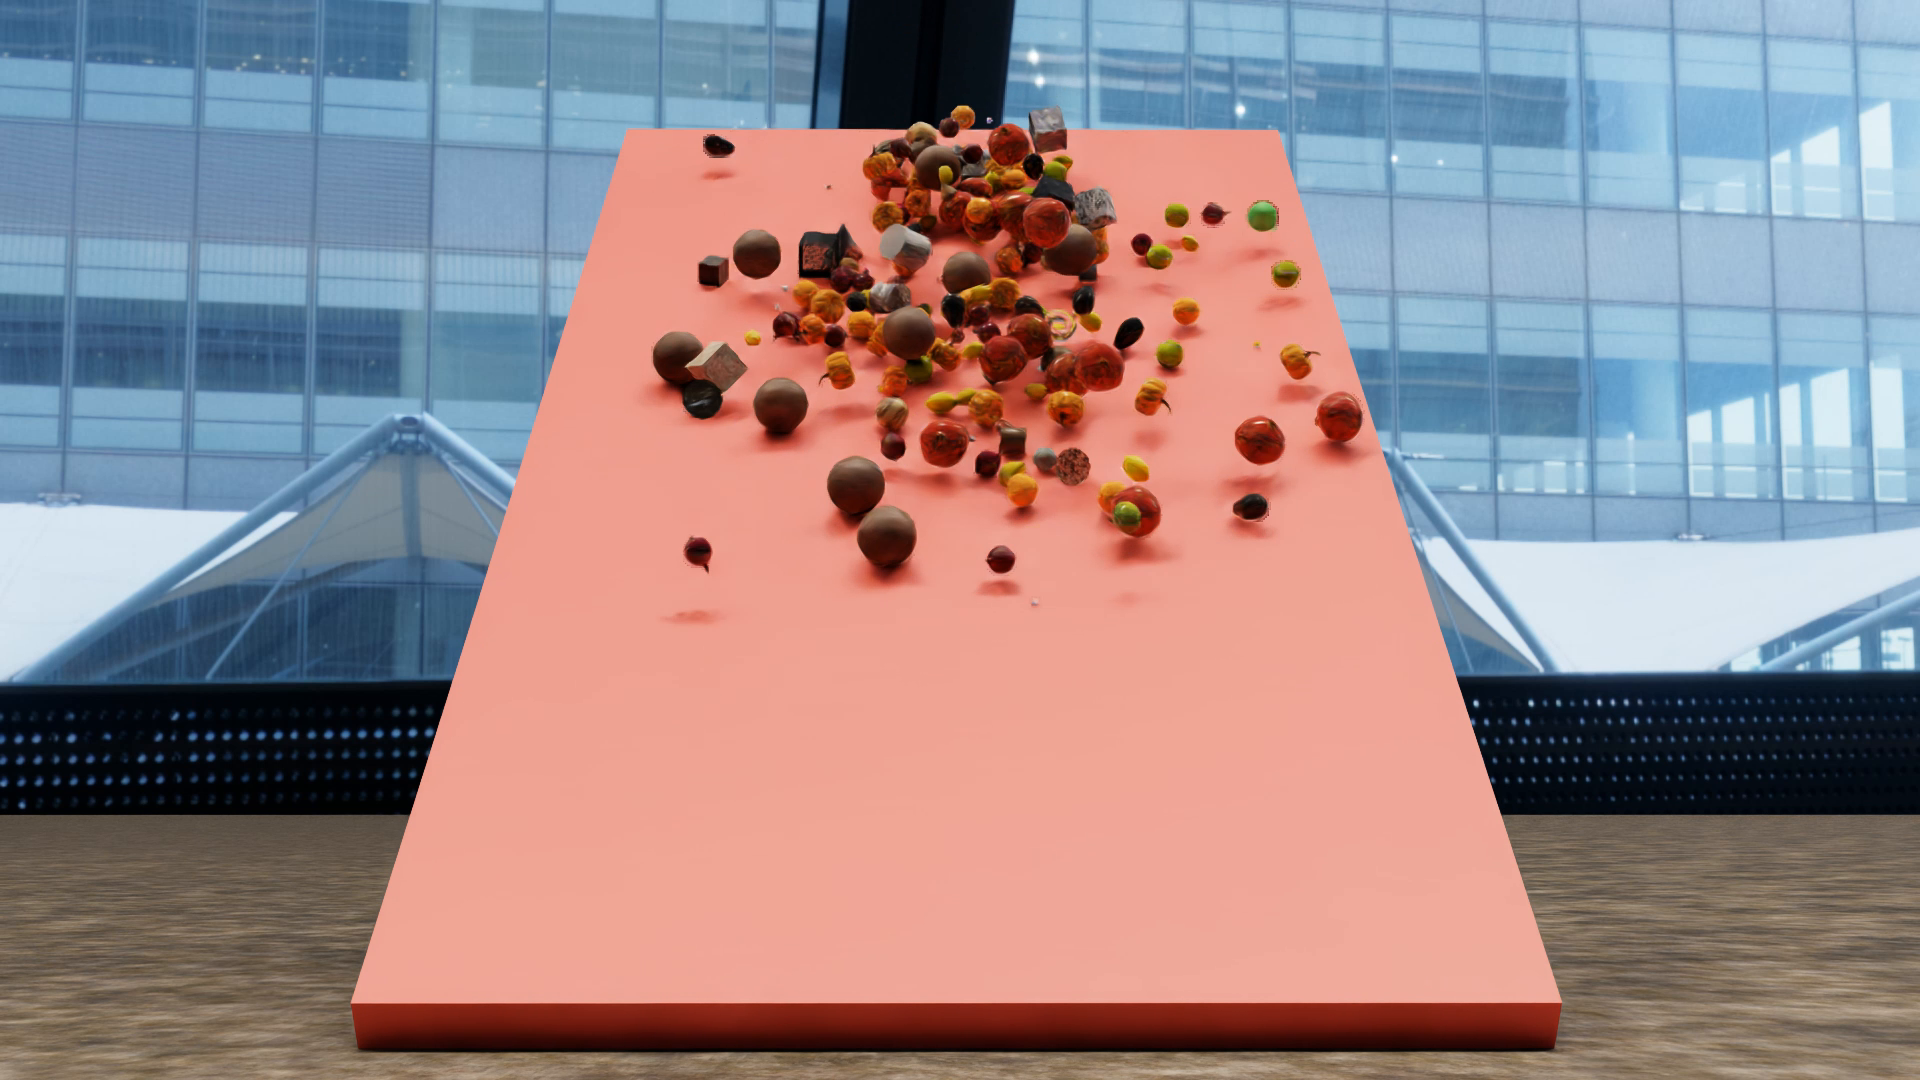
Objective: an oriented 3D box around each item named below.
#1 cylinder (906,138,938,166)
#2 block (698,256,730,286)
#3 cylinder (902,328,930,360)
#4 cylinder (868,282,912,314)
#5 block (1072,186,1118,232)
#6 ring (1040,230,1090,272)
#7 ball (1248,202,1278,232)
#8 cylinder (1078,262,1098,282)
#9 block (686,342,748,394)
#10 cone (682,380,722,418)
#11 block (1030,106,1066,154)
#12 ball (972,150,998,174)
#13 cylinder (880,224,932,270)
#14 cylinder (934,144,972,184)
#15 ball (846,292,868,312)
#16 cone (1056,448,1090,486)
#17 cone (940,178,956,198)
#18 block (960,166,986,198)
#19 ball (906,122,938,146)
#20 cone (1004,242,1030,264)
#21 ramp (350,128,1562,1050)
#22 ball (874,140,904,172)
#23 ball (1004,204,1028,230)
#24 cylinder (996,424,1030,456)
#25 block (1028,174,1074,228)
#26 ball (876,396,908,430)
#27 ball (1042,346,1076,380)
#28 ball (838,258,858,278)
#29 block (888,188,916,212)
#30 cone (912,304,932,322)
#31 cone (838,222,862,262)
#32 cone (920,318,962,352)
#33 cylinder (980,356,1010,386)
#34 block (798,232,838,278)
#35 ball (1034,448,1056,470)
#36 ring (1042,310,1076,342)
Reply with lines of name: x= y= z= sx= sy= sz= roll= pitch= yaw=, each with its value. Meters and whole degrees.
cylinder: x=-0.110 y=-1.145 z=7.145 sx=0.067 sy=0.067 sz=0.067 roll=-9 pitch=-10 yaw=35
block: x=-0.655 y=-0.717 z=6.459 sx=0.059 sy=0.059 sz=0.059 roll=11 pitch=32 yaw=18
cylinder: x=-0.110 y=-0.493 z=6.077 sx=0.062 sy=0.062 sz=0.062 roll=1 pitch=30 yaw=-7
cylinder: x=-0.179 y=-0.619 z=6.212 sx=0.079 sy=0.079 sz=0.079 roll=10 pitch=2 yaw=43
block: x=0.361 y=-0.885 z=6.477 sx=0.083 sy=0.083 sz=0.083 roll=-18 pitch=-15 yaw=21
ring: x=0.277 y=-0.762 z=6.374 sx=0.148 sy=0.049 sz=0.148 roll=-34 pitch=15 yaw=10
ball: x=0.831 y=-0.887 z=6.654 sx=0.082 sy=0.082 sz=0.082 roll=0 pitch=-6 yaw=0
cylinder: x=0.340 y=-0.712 z=6.440 sx=0.051 sy=0.051 sz=0.051 roll=2 pitch=-6 yaw=4
block: x=-0.585 y=-0.414 z=5.824 sx=0.088 sy=0.088 sz=0.088 roll=51 pitch=-21 yaw=-22
cone: x=-0.611 y=-0.341 z=5.830 sx=0.095 sy=0.095 sz=0.095 roll=0 pitch=5 yaw=4
block: x=0.256 y=-1.196 z=7.066 sx=0.089 sy=0.089 sz=0.089 roll=-11 pitch=-31 yaw=-5
ball: x=0.071 y=-1.109 z=7.104 sx=0.075 sy=0.075 sz=0.075 roll=0 pitch=-6 yaw=0
cylinder: x=-0.144 y=-0.773 z=6.391 sx=0.096 sy=0.096 sz=0.096 roll=-6 pitch=-18 yaw=44
cylinder: x=-0.019 y=-1.095 z=7.044 sx=0.081 sy=0.081 sz=0.081 roll=-36 pitch=-23 yaw=24
ball: x=-0.258 y=-0.597 z=6.077 sx=0.052 sy=0.052 sz=0.052 roll=0 pitch=-6 yaw=0
cone: x=0.275 y=-0.166 z=5.547 sx=0.087 sy=0.087 sz=0.087 roll=-3 pitch=-1 yaw=26
cone: x=-0.043 y=-0.980 z=6.715 sx=0.051 sy=0.051 sz=0.051 roll=-25 pitch=16 yaw=7
block: x=0.040 y=-1.033 z=6.989 sx=0.069 sy=0.069 sz=0.069 roll=2 pitch=30 yaw=3
ball: x=-0.116 y=-1.202 z=7.248 sx=0.097 sy=0.097 sz=0.097 roll=0 pitch=-6 yaw=0
cone: x=0.147 y=-0.768 z=6.580 sx=0.063 sy=0.063 sz=0.063 roll=-19 pitch=-13 yaw=21
ramp: x=-0.013 y=-0.206 z=5.749 sx=2.000 sy=0.100 sz=4.000 roll=0 pitch=30 yaw=0
ball: x=-0.208 y=-1.132 z=7.136 sx=0.091 sy=0.091 sz=0.091 roll=0 pitch=-6 yaw=0
ball: x=0.157 y=-0.903 z=6.771 sx=0.067 sy=0.067 sz=0.067 roll=0 pitch=-6 yaw=0
cylinder: x=0.125 y=-0.232 z=5.633 sx=0.060 sy=0.060 sz=0.060 roll=23 pitch=1 yaw=18
block: x=0.256 y=-0.937 z=6.713 sx=0.091 sy=0.091 sz=0.091 roll=15 pitch=-51 yaw=-24
ball: x=-0.161 y=-0.300 z=5.733 sx=0.079 sy=0.079 sz=0.079 roll=0 pitch=-6 yaw=0
ball: x=0.242 y=-0.437 z=5.962 sx=0.085 sy=0.085 sz=0.085 roll=0 pitch=-6 yaw=0
ball: x=-0.300 y=-0.729 z=6.482 sx=0.056 sy=0.056 sz=0.056 roll=0 pitch=-6 yaw=0
block: x=-0.165 y=-0.953 z=6.786 sx=0.052 sy=0.052 sz=0.052 roll=6 pitch=-13 yaw=31
cone: x=-0.091 y=-0.568 z=6.240 sx=0.057 sy=0.057 sz=0.057 roll=-12 pitch=-31 yaw=-7
cone: x=-0.317 y=-0.820 z=6.595 sx=0.099 sy=0.099 sz=0.099 roll=0 pitch=30 yaw=0
cone: x=-0.034 y=-0.538 z=6.089 sx=0.098 sy=0.098 sz=0.098 roll=-29 pitch=-2 yaw=-9
cylinder: x=0.086 y=-0.414 z=5.933 sx=0.050 sy=0.050 sz=0.050 roll=-38 pitch=-20 yaw=17
block: x=-0.380 y=-0.765 z=6.509 sx=0.092 sy=0.092 sz=0.092 roll=4 pitch=31 yaw=7
ball: x=0.195 y=-0.186 z=5.565 sx=0.054 sy=0.054 sz=0.054 roll=0 pitch=-6 yaw=0
ring: x=0.246 y=-0.535 z=6.040 sx=0.088 sy=0.088 sz=0.029 roll=1 pitch=-21 yaw=-8
